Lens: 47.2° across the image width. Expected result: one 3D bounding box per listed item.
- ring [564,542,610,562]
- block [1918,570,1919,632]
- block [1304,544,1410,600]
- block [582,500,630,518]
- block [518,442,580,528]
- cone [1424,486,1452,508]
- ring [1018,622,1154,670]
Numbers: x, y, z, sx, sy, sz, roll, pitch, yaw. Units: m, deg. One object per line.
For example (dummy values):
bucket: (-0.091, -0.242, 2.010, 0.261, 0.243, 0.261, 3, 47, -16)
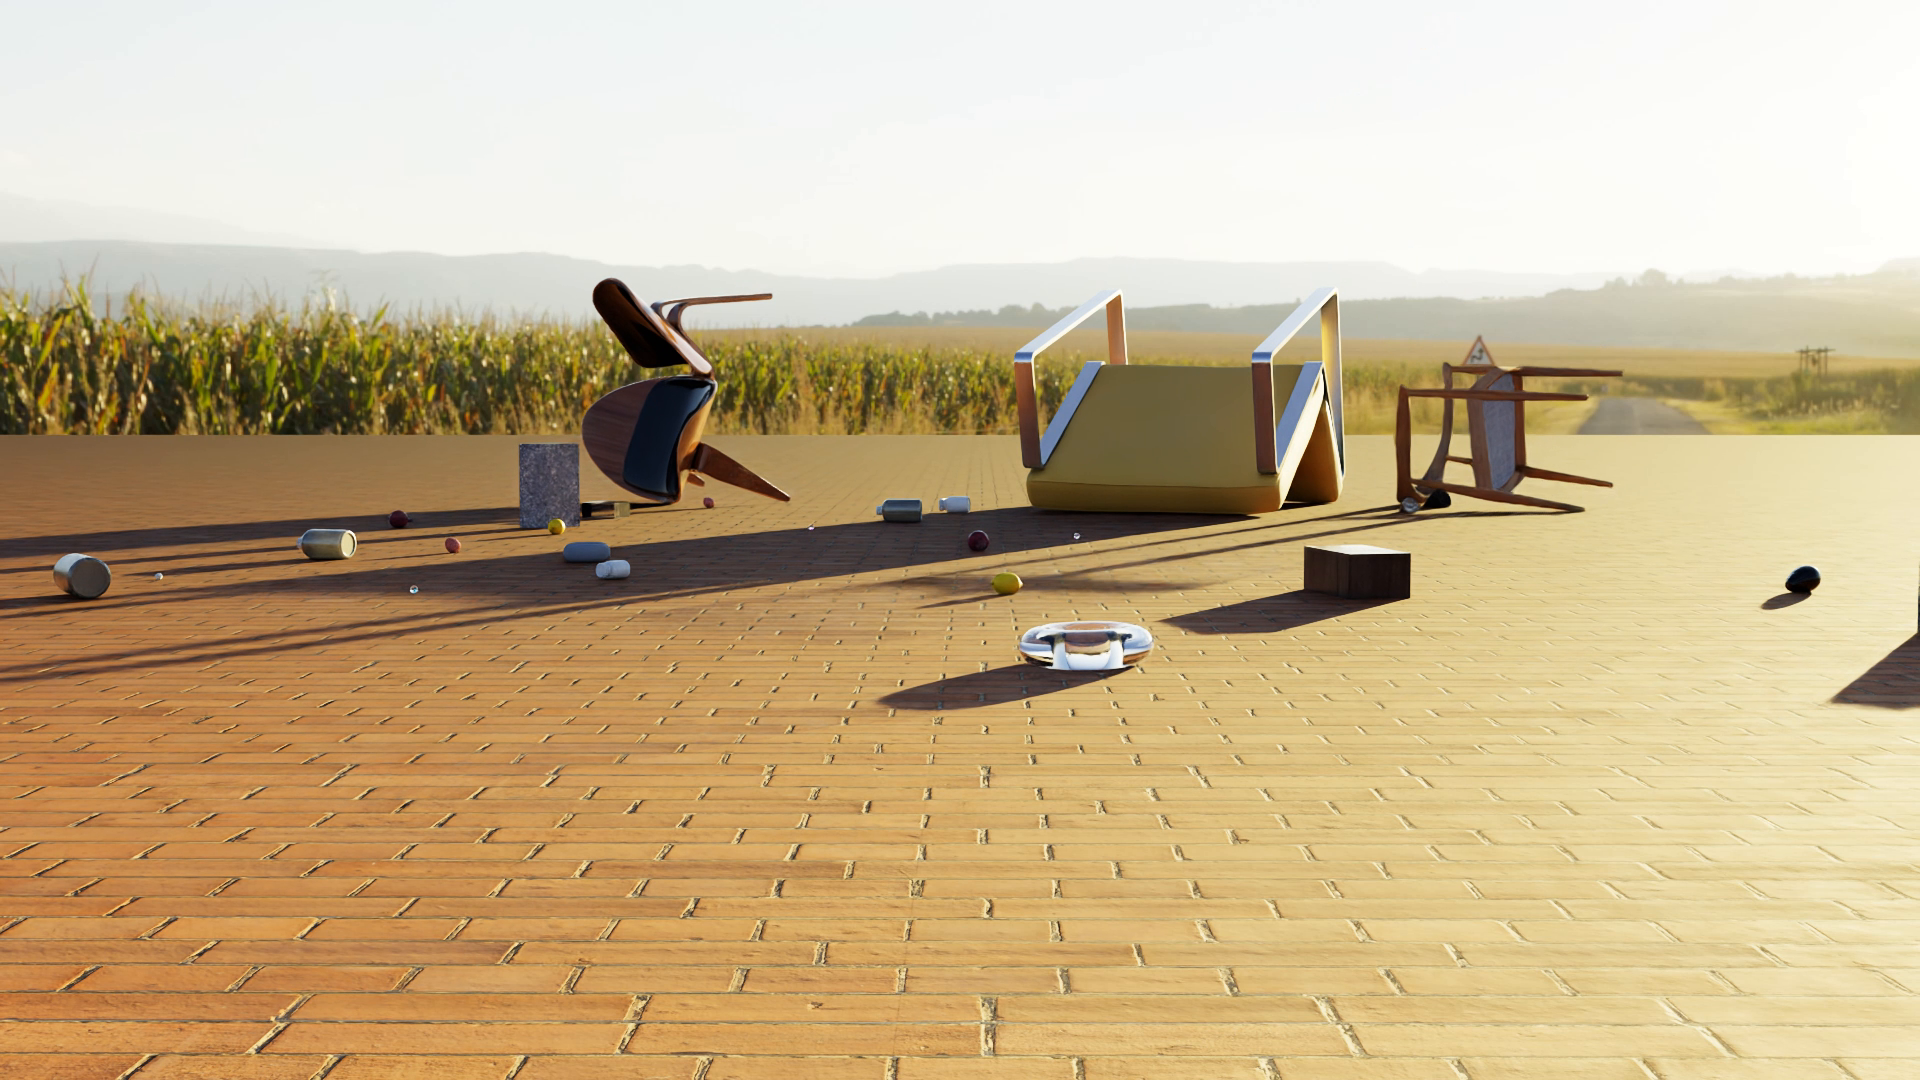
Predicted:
ring: (-0.971, 0.032, 5.724, 0.122, 0.049, 0.118, -2, 6, -21)
block: (1.842, 0.105, 4.050, 0.099, 0.132, 0.109, -3, 5, -41)
block: (0.870, 0.069, 4.830, 0.142, 0.097, 0.254, -1, 4, -13)
block: (-1.240, -0.106, 7.702, 0.124, 0.054, 0.120, 1, 4, 18)
block: (-1.336, -0.179, 7.158, 0.120, 0.272, 0.155, 2, 5, 31)
cone: (1.801, -0.146, 8.376, 0.095, 0.087, 0.114, -28, -24, 35)
ring: (0.206, 0.172, 3.584, 0.225, 0.064, 0.213, -3, 4, -32)
